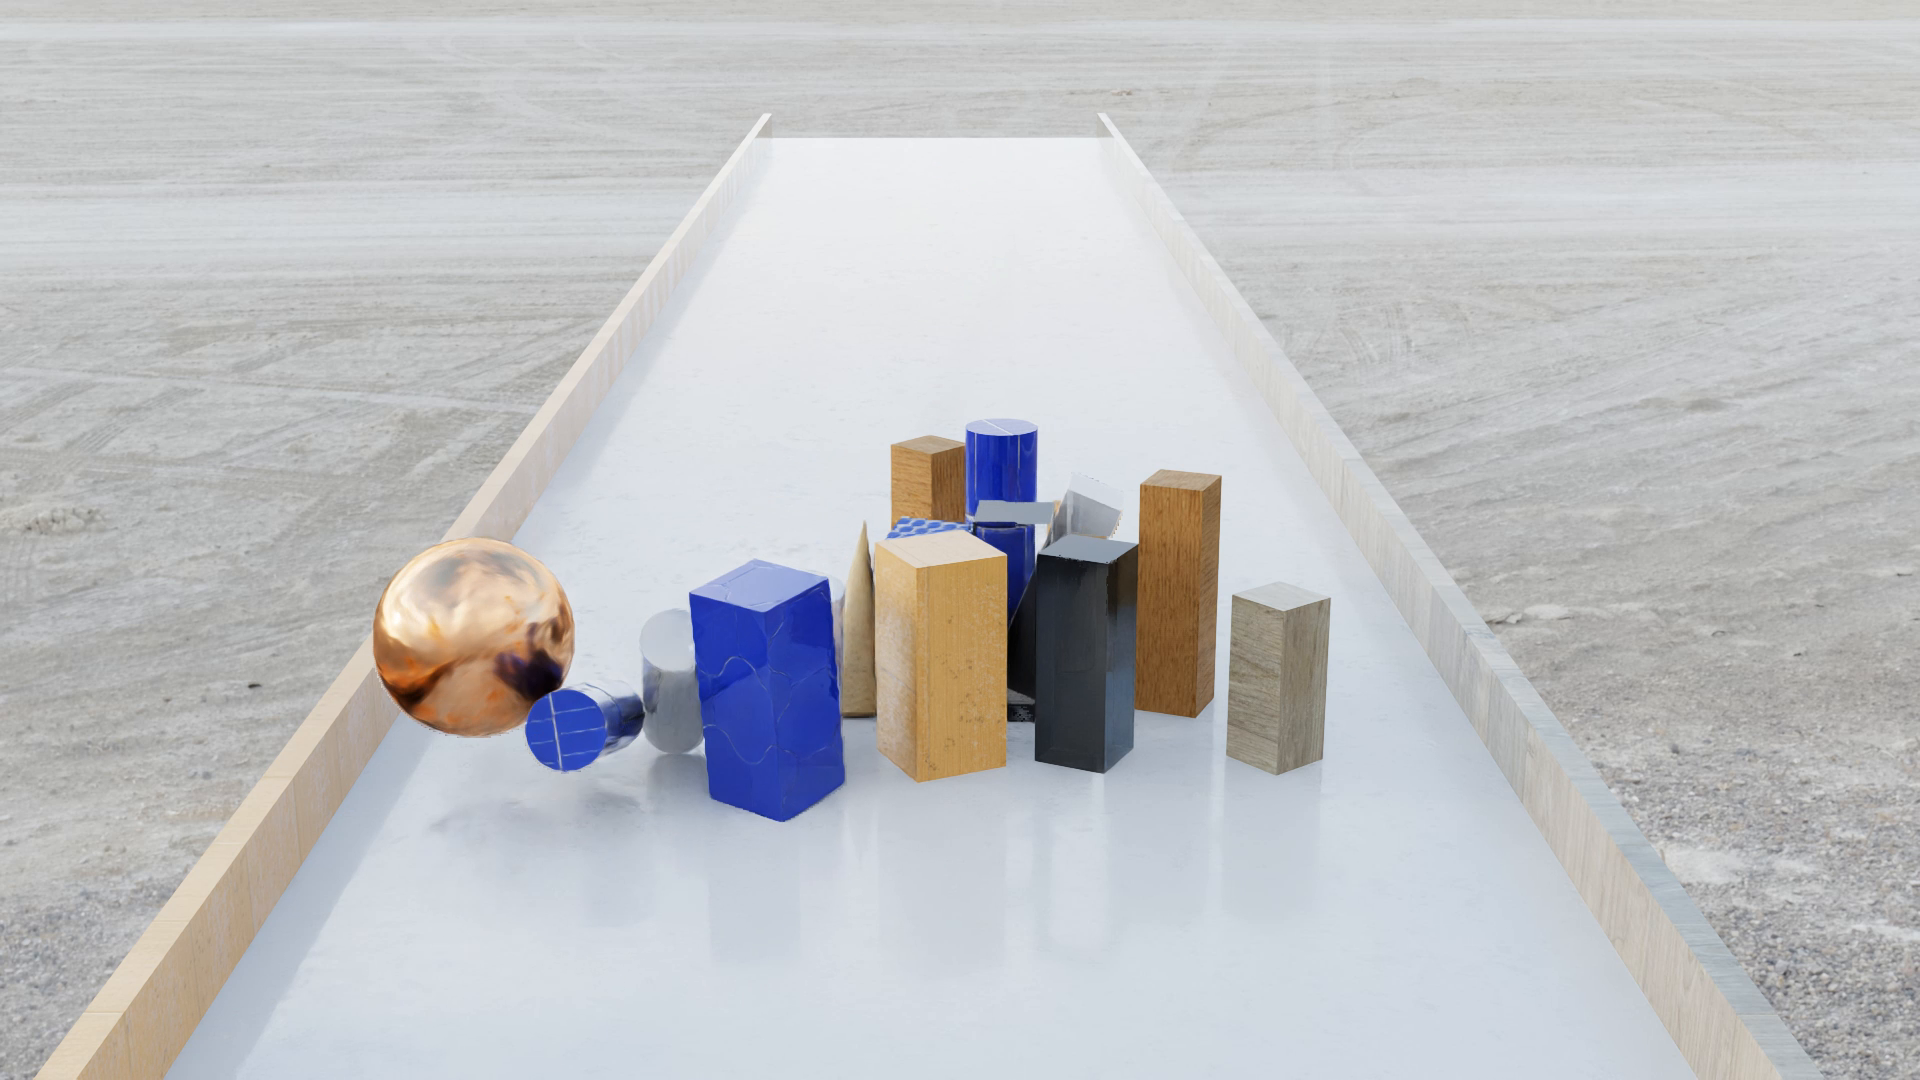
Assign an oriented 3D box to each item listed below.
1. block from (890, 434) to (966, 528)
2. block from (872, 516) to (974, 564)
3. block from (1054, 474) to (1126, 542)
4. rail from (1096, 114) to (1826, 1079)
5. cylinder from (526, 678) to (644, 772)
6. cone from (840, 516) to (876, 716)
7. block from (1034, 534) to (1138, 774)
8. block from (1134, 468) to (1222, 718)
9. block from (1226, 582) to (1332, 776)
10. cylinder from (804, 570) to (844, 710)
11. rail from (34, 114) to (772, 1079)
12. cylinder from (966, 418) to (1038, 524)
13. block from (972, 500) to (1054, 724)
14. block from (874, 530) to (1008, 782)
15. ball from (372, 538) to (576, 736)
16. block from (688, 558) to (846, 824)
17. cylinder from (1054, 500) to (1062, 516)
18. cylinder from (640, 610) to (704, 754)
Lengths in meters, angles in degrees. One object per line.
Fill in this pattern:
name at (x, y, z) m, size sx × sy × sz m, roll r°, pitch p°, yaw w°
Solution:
block at (-0.065, -0.061, 4.886) m, size 0.124 × 0.312 × 0.124 m, roll 15°, pitch 22°, yaw 41°
block at (-0.052, 0.138, 4.155) m, size 0.150 × 0.319 × 0.150 m, roll 6°, pitch 32°, yaw 20°
block at (0.187, 0.083, 4.222) m, size 0.108 × 0.400 × 0.108 m, roll 23°, pitch 20°, yaw 1°
rail at (0.932, -0.844, 7.801) m, size 0.050 × 0.150 × 12.000 m, roll 0°, pitch 17°, yaw -1°
cylinder at (-0.625, 0.306, 3.689) m, size 0.132 × 0.132 × 0.315 m, roll 1°, pitch 0°, yaw 3°
cone at (-0.190, 0.132, 4.117) m, size 0.144 × 0.368 × 0.144 m, roll 5°, pitch 15°, yaw -1°
block at (0.223, 0.199, 3.880) m, size 0.134 × 0.385 × 0.134 m, roll 8°, pitch 18°, yaw 26°
block at (0.408, 0.100, 4.120) m, size 0.120 × 0.440 × 0.120 m, roll 7°, pitch 18°, yaw 22°
block at (0.561, 0.242, 3.880) m, size 0.121 × 0.303 × 0.121 m, roll -13°, pitch 21°, yaw -37°
cylinder at (-0.275, 0.230, 3.843) m, size 0.139 × 0.328 × 0.139 m, roll 3°, pitch 26°, yaw -1°
rail at (-1.118, -0.838, 7.780) m, size 0.050 × 0.150 × 12.000 m, roll 0°, pitch 17°, yaw -1°
cylinder at (0.087, -0.039, 4.638) m, size 0.152 × 0.410 × 0.152 m, roll 0°, pitch 17°, yaw 0°
block at (0.100, 0.134, 4.096) m, size 0.141 × 0.387 × 0.141 m, roll 2°, pitch 17°, yaw 5°
block at (-0.034, 0.201, 3.866) m, size 0.173 × 0.390 × 0.173 m, roll -8°, pitch 18°, yaw -25°
ball at (-0.840, 0.168, 3.807) m, size 0.345 × 0.345 × 0.345 m, roll 0°, pitch 17°, yaw 0°
block at (-0.320, 0.251, 3.682) m, size 0.163 × 0.382 × 0.163 m, roll 13°, pitch 27°, yaw 35°
cylinder at (0.234, 0.083, 4.397) m, size 0.117 × 0.314 × 0.117 m, roll 0°, pitch 17°, yaw 0°
cylinder at (-0.494, 0.250, 3.816) m, size 0.117 × 0.342 × 0.117 m, roll 3°, pitch 61°, yaw -5°
